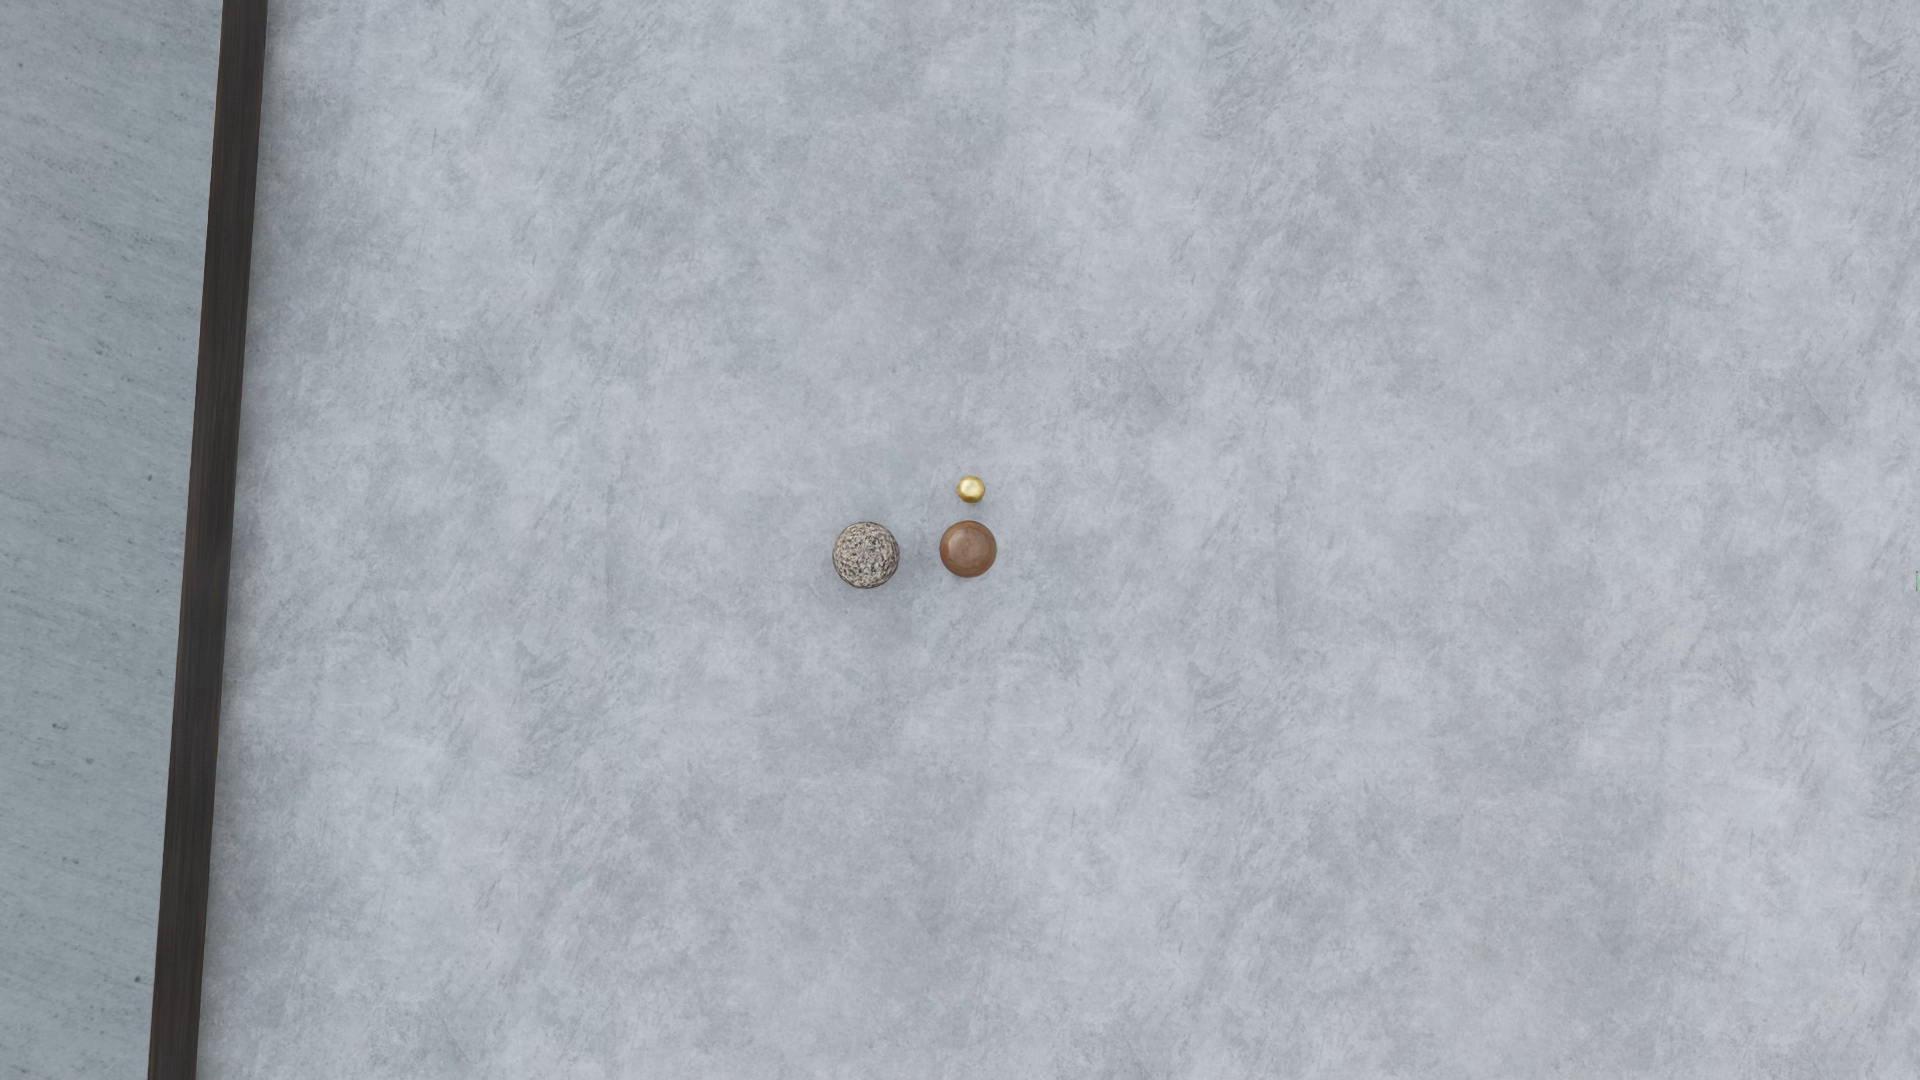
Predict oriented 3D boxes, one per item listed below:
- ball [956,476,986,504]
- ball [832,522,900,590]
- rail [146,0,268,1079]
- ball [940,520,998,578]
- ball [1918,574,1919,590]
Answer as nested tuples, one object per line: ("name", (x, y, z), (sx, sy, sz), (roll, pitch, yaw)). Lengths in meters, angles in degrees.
("ball", (0.017, -0.075, 3.276), (0.042, 0.042, 0.042), (0, 84, 0))
("ball", (-0.138, 0.022, 3.237), (0.100, 0.100, 0.100), (0, 84, 0))
("rail", (-1.090, -0.036, 3.227), (0.045, 0.129, 2.544), (2, 84, 0))
("ball", (0.012, 0.014, 3.245), (0.086, 0.086, 0.086), (0, 84, 0))
("ball", (1.454, 0.062, 3.245), (0.075, 0.075, 0.075), (0, 84, 0))
